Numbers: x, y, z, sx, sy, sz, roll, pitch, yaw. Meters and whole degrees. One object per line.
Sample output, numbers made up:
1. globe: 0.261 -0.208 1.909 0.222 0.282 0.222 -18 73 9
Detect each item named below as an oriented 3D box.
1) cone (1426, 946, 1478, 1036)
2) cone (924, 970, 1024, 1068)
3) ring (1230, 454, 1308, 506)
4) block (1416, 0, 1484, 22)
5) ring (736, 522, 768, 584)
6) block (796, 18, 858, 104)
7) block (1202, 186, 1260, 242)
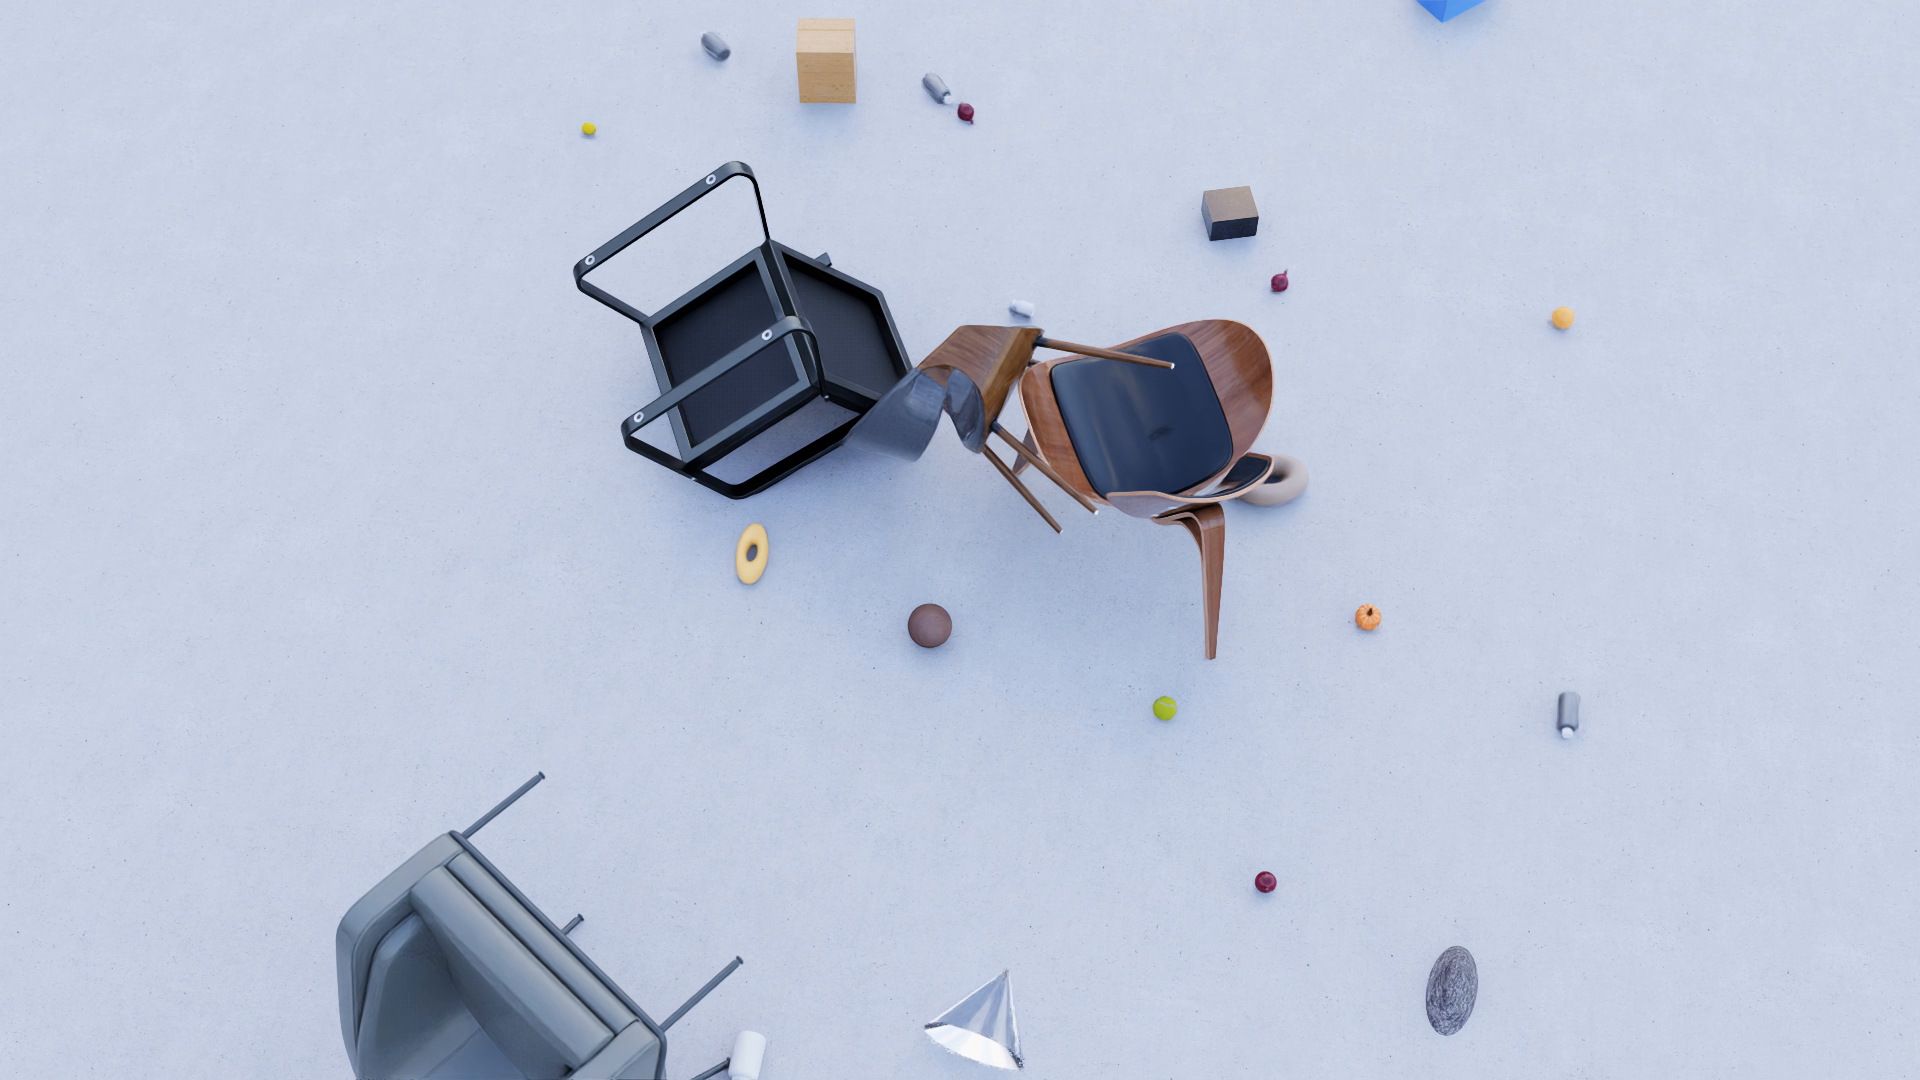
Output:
1. cone: 1.293 1.143 5.720 0.130 0.145 0.260 15 57 10
2. cone: 0.081 1.215 5.724 0.274 0.117 0.260 19 45 11
3. ring: 0.935 -0.181 6.644 0.242 0.087 0.170 -8 55 -7
4. block: 1.774 -1.997 7.819 0.265 0.158 0.166 -30 61 -18
5. ring: -0.616 0.039 6.514 0.095 0.057 0.213 3 56 4
6. block: -0.455 -1.641 7.533 0.193 0.236 0.165 0 56 0
7. block: 0.888 -1.075 7.238 0.155 0.094 0.137 -7 56 -5
